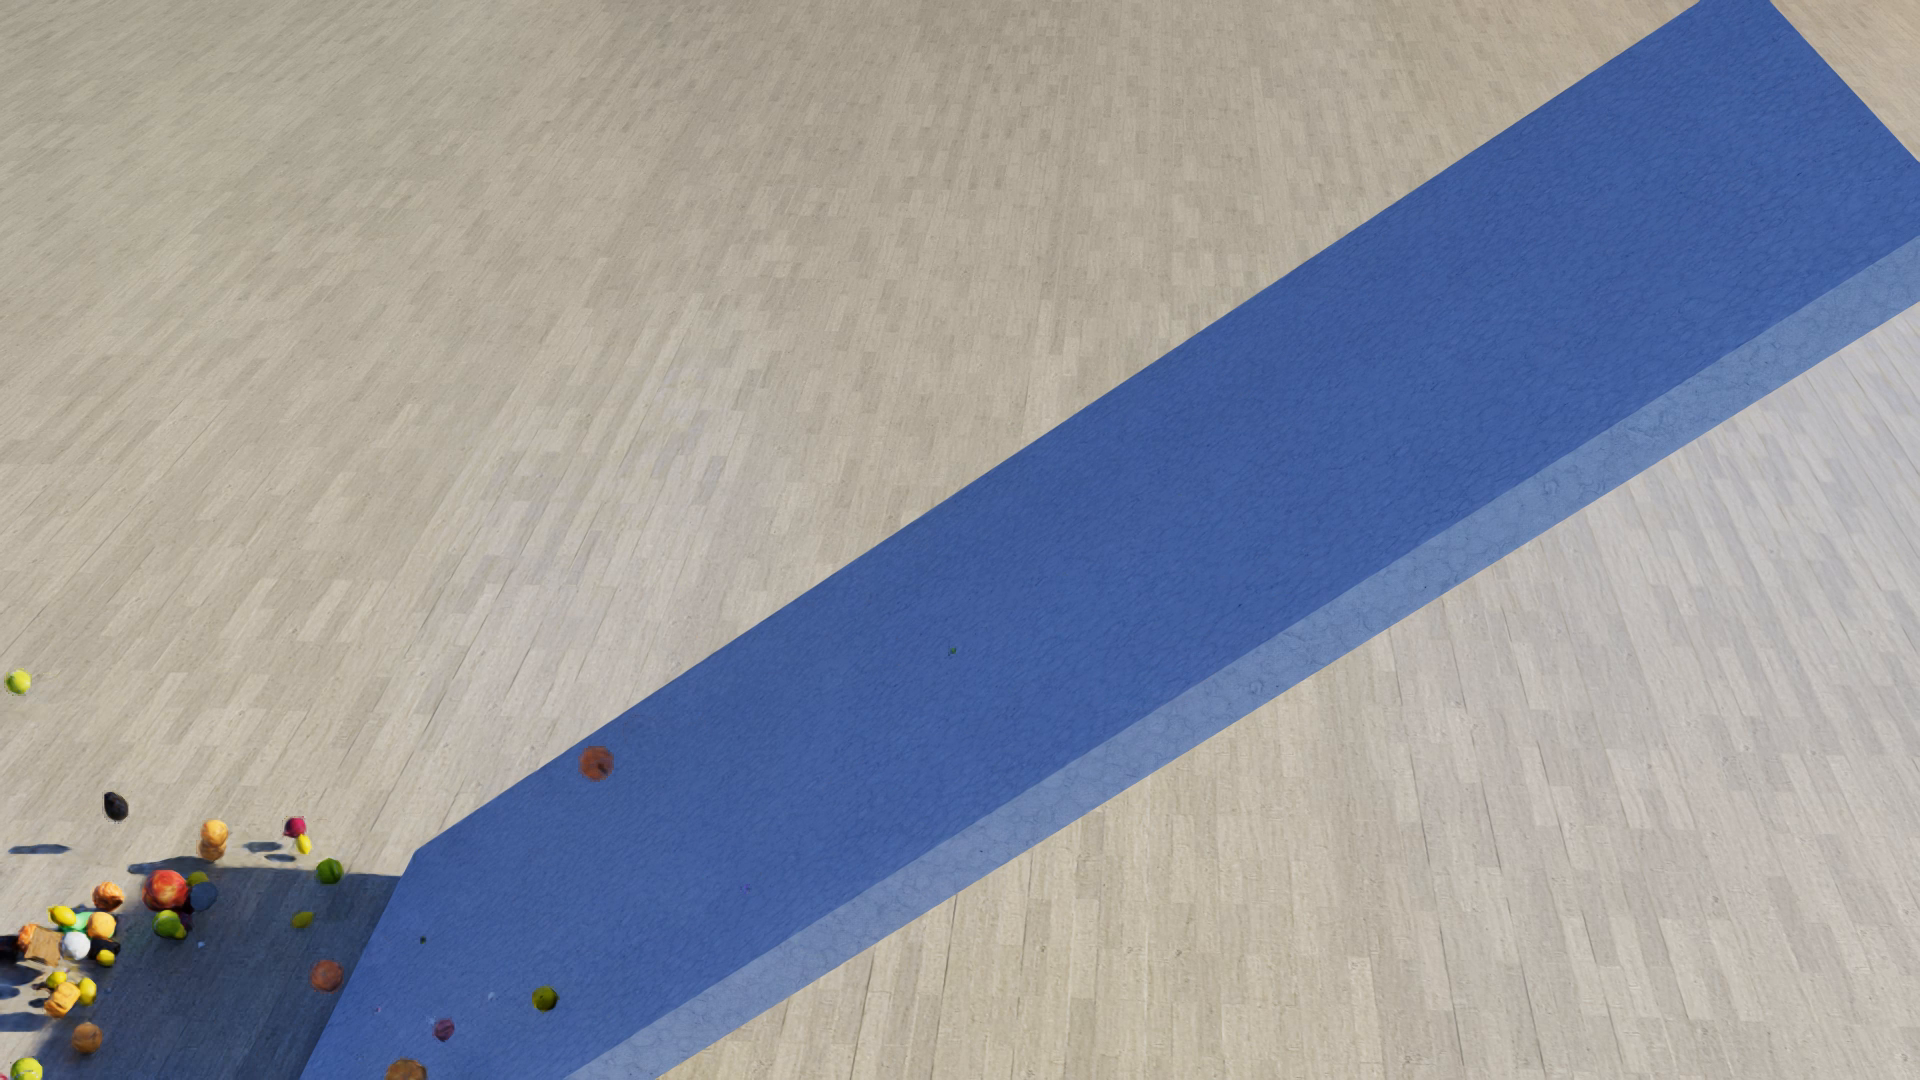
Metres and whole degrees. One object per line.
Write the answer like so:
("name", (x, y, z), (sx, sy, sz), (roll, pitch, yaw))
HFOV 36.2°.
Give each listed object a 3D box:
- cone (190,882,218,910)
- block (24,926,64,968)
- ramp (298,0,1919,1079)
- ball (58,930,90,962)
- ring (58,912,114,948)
("cone", (-1.972, 0.907, 7.595), (0.079, 0.079, 0.079), (-19, 25, -38))
("block", (-2.264, 1.008, 7.287), (0.080, 0.080, 0.080), (20, -8, -12))
("ramp", (0.133, 0.176, 6.313), (4.000, 0.100, 2.000), (-33, 16, 16))
("ball", (-2.162, 0.992, 7.181), (0.075, 0.075, 0.075), (0, 22, 0))
("ring", (-2.226, 0.993, 7.494), (0.140, 0.047, 0.140), (1, 23, 0))
